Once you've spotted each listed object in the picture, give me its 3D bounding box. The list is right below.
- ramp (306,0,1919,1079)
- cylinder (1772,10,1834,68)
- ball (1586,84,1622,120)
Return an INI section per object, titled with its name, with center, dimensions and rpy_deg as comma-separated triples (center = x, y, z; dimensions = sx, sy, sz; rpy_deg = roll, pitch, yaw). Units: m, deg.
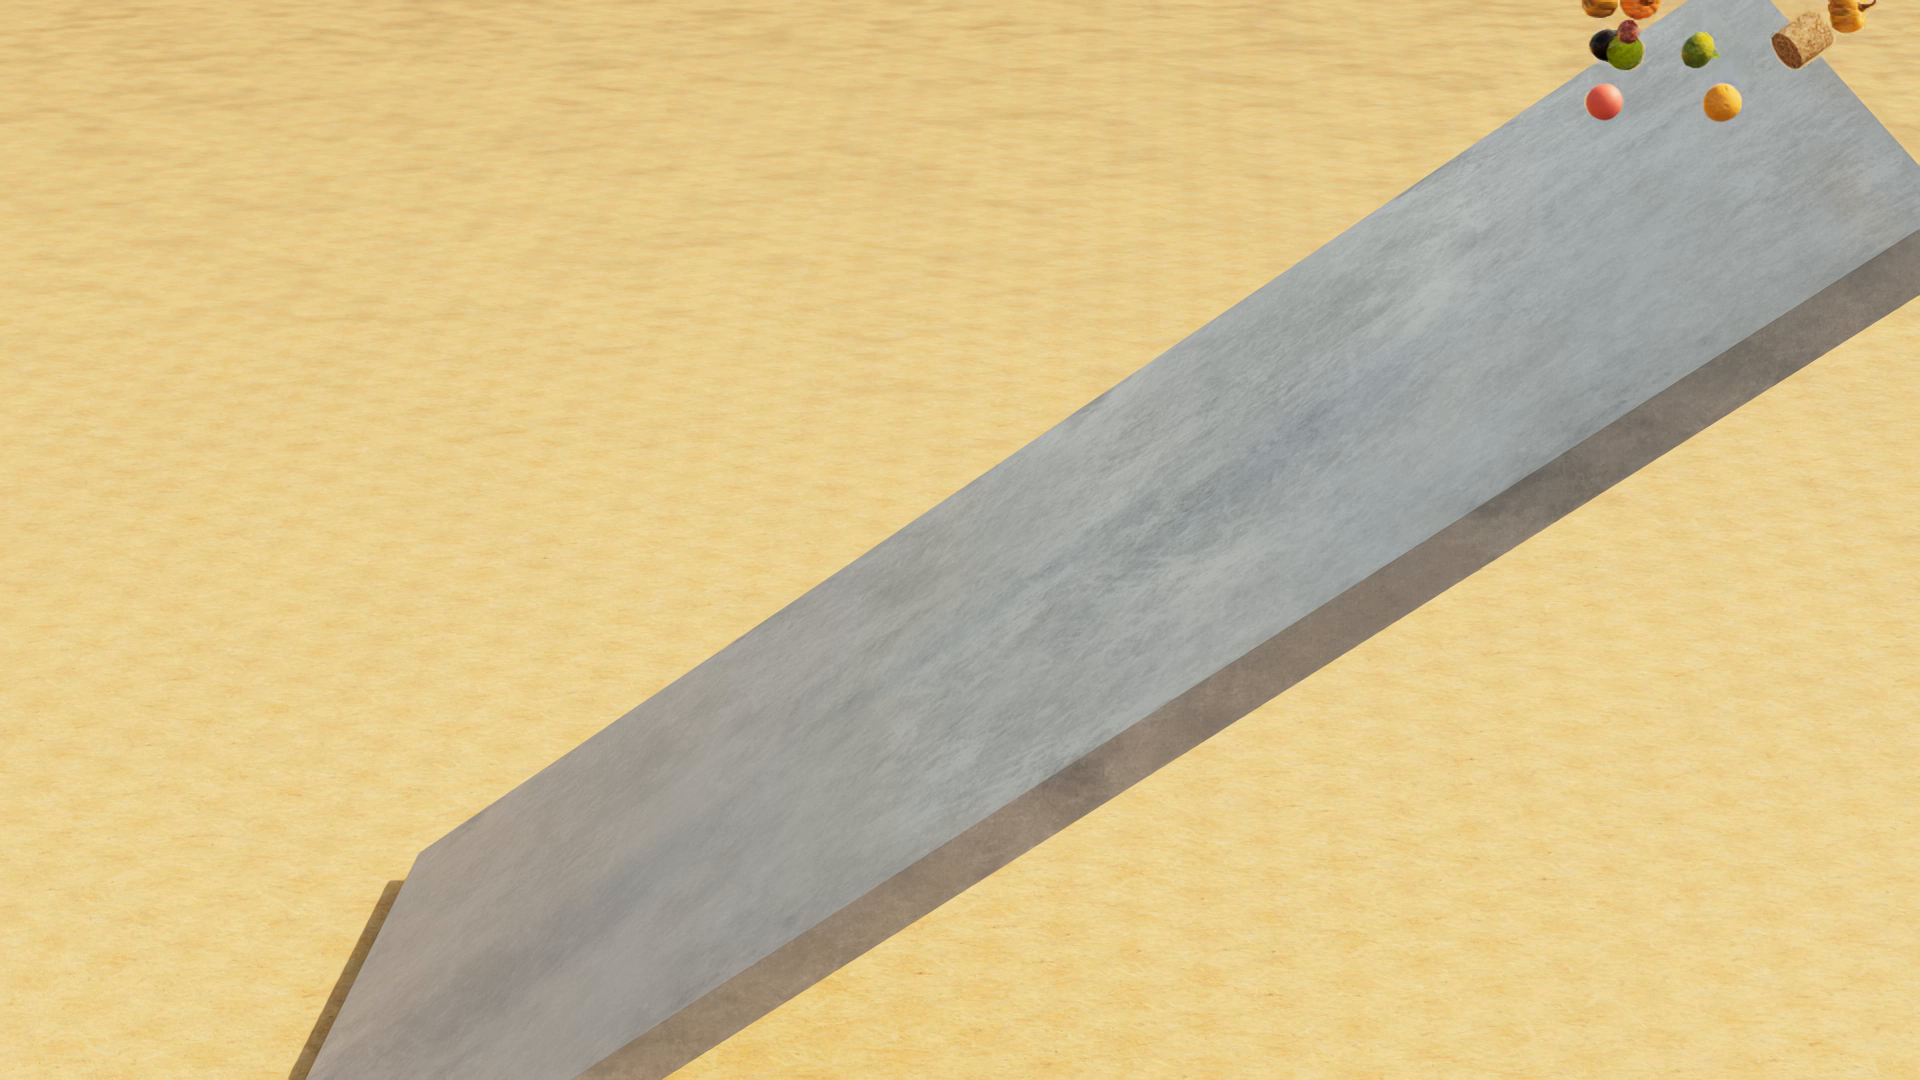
[ramp]
center = 0.131, 0.177, 6.317
dimensions = 4.000, 0.100, 2.000
rpy_deg = -34, 16, 16
[cylinder]
center = 1.658, -0.985, 5.789
dimensions = 0.082, 0.082, 0.082
rpy_deg = -36, 32, -10
[ball]
center = 1.201, -0.816, 5.480
dimensions = 0.067, 0.067, 0.067
rpy_deg = 0, 22, 0
